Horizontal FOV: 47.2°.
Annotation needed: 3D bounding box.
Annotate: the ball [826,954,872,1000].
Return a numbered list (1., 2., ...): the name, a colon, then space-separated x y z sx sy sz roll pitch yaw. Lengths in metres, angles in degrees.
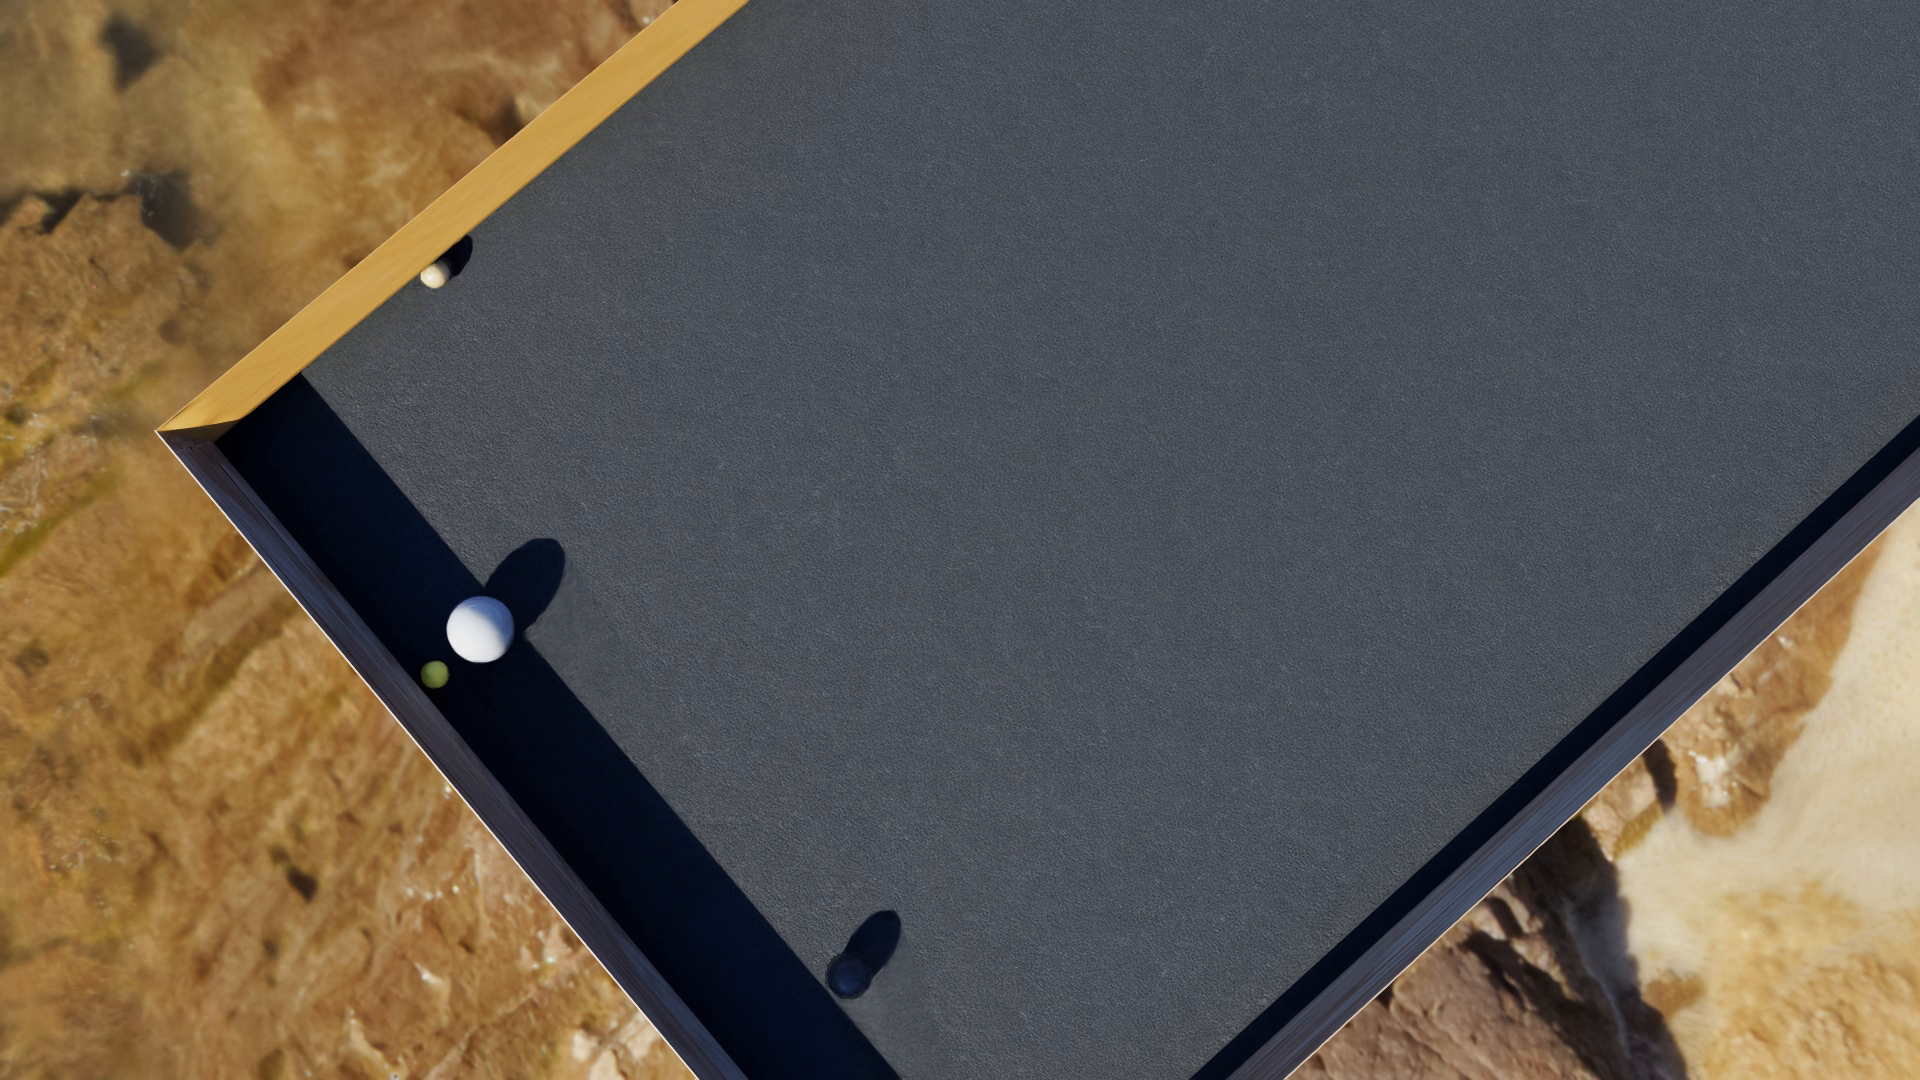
1. ball: -0.160 0.632 3.178 0.065 0.065 0.065 0 82 0

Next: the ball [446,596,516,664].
1. ball: -0.704 0.132 3.235 0.099 0.099 0.099 0 82 0

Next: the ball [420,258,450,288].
1. ball: -0.798 -0.406 3.342 0.046 0.046 0.046 0 82 0

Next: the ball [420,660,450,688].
1. ball: -0.777 0.199 3.254 0.042 0.042 0.042 0 82 0

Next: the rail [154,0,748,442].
1. rail: 0.026 -1.156 3.411 3.144 0.128 0.045 -41 84 -6

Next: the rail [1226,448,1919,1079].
1. rail: 1.157 0.121 3.221 3.144 0.128 0.045 -41 84 -6

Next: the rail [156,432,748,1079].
1. rail: -0.573 0.492 3.166 0.045 0.128 1.764 -41 84 -6
